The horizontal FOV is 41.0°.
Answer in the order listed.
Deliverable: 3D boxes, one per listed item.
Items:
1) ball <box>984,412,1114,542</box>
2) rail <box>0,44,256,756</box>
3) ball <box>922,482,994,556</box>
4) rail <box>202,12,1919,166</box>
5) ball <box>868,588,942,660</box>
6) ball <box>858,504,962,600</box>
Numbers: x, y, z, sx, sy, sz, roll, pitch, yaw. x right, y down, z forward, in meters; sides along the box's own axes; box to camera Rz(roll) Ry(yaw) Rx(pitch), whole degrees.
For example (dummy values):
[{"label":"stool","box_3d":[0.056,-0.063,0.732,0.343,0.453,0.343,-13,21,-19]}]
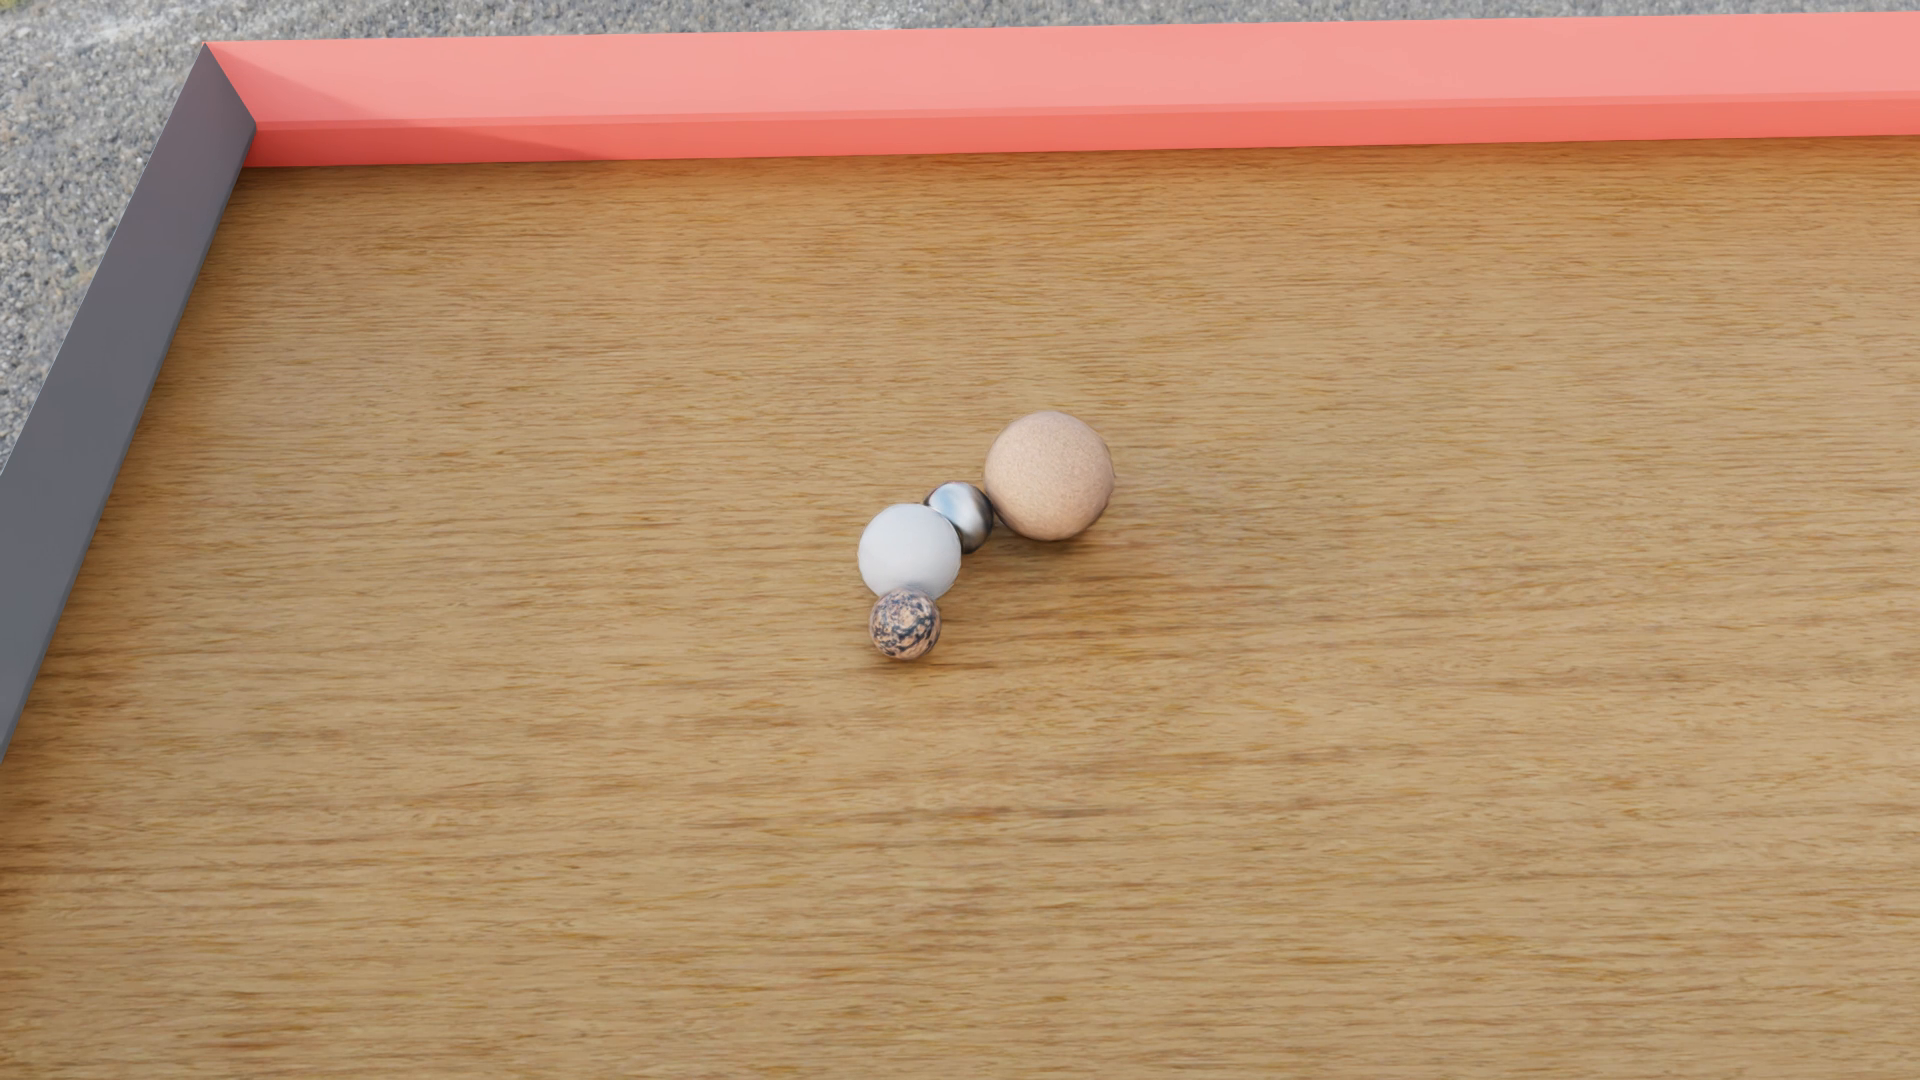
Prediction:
[{"label":"ball","box_3d":[0.064,-0.046,1.851,0.094,0.094,0.094,0,35,0]},{"label":"rail","box_3d":[-0.621,-0.008,1.771,0.045,0.122,1.337,-1,35,-2]},{"label":"ball","box_3d":[-0.003,-0.015,1.843,0.054,0.054,0.054,0,35,0]},{"label":"rail","box_3d":[0.617,-0.411,2.341,2.580,0.122,0.045,-1,35,-2]},{"label":"ball","box_3d":[-0.037,0.057,1.744,0.050,0.050,0.050,0,35,0]},{"label":"ball","box_3d":[-0.035,0.011,1.789,0.073,0.073,0.073,0,35,0]}]
